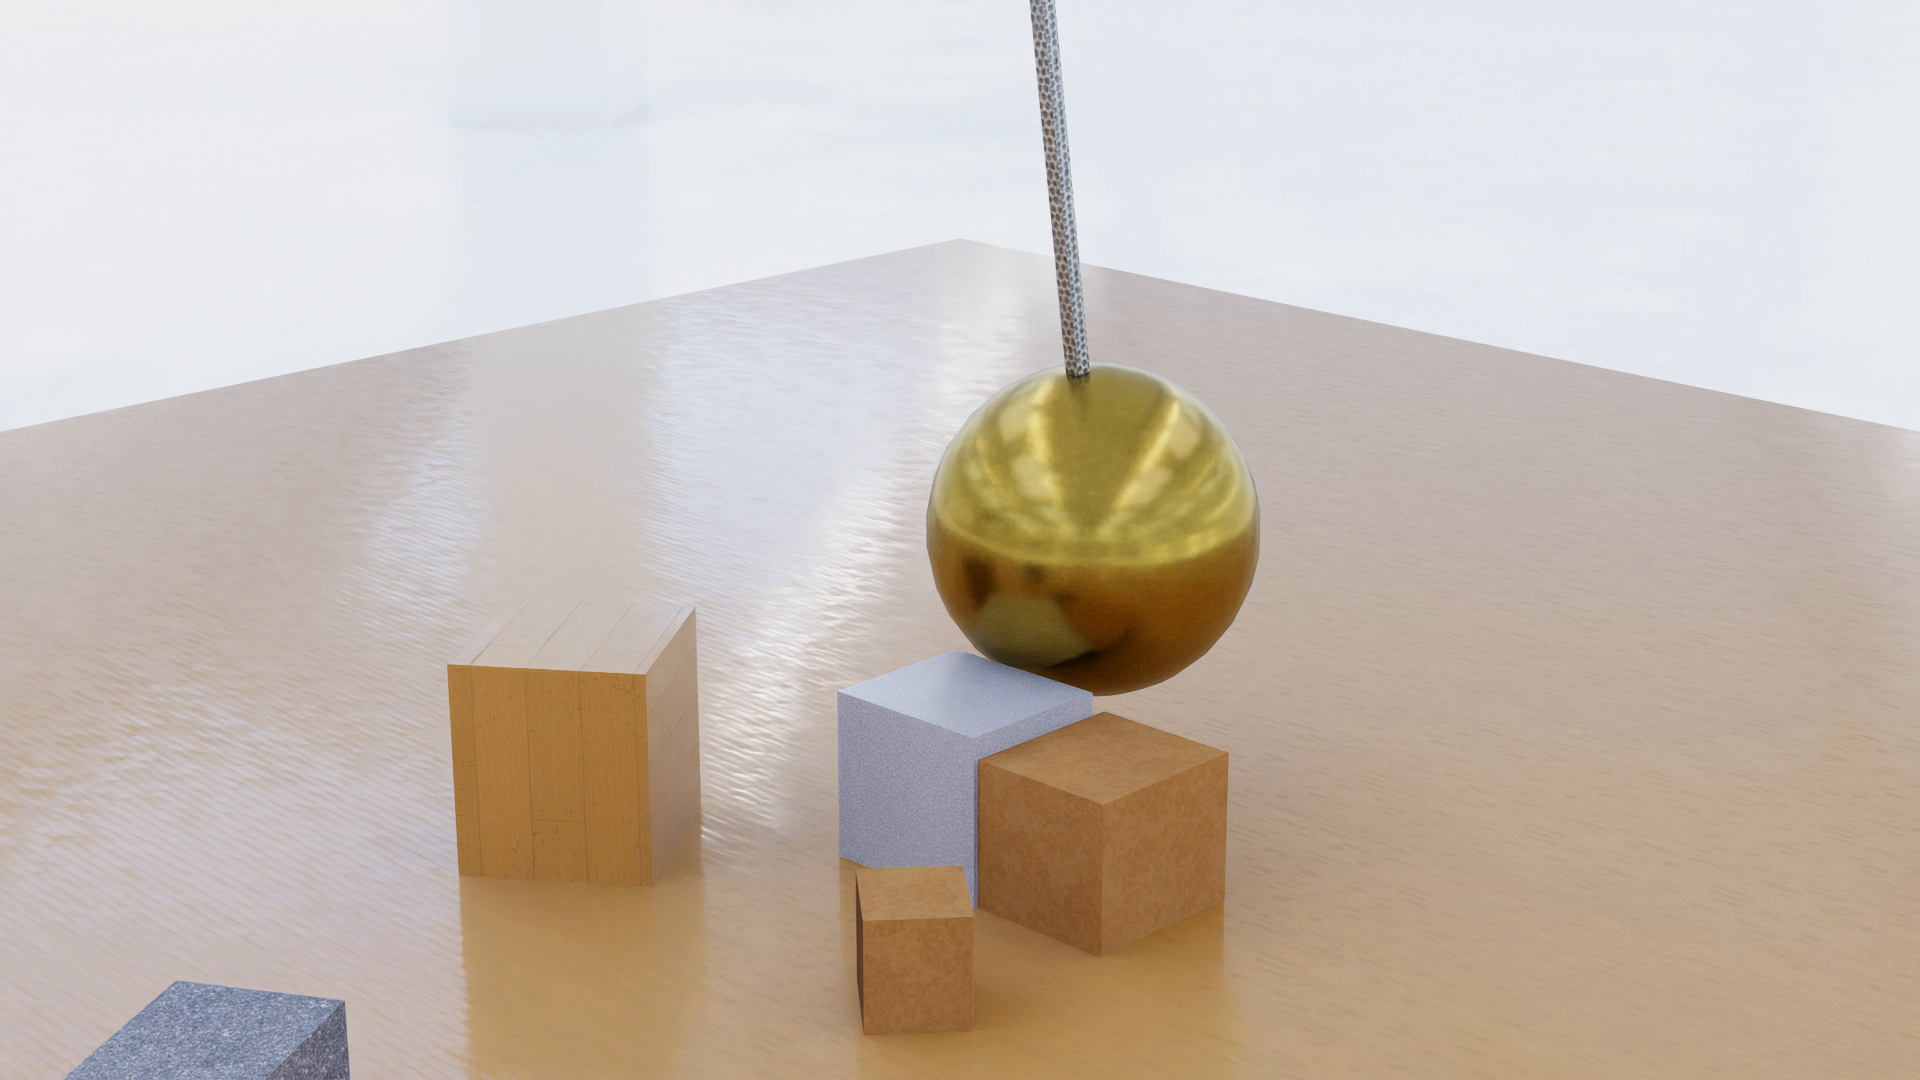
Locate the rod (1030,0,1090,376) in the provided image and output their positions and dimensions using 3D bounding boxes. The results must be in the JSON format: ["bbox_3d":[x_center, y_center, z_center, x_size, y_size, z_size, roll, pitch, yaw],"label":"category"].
[{"bbox_3d":[0.275,-3.151,12.640,0.080,5.200,0.080,17,33,42],"label":"rod"}]

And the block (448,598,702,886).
[{"bbox_3d":[-1.778,0.925,13.688,0.914,1.027,0.952,3,18,8],"label":"block"}]

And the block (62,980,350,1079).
[{"bbox_3d":[-2.637,2.108,10.383,0.670,0.753,0.791,4,18,14],"label":"block"}]

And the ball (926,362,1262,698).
[{"bbox_3d":[0.634,-0.052,13.990,1.600,1.600,1.600,0,17,0],"label":"ball"}]

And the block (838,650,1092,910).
[{"bbox_3d":[0.022,1.084,13.528,0.861,0.819,0.789,16,23,41],"label":"block"}]

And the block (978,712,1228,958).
[{"bbox_3d":[0.635,1.292,13.048,0.735,0.710,0.838,16,24,42],"label":"block"}]

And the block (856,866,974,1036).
[{"bbox_3d":[-0.190,1.691,12.116,0.449,0.509,0.510,-2,18,-5],"label":"block"}]
